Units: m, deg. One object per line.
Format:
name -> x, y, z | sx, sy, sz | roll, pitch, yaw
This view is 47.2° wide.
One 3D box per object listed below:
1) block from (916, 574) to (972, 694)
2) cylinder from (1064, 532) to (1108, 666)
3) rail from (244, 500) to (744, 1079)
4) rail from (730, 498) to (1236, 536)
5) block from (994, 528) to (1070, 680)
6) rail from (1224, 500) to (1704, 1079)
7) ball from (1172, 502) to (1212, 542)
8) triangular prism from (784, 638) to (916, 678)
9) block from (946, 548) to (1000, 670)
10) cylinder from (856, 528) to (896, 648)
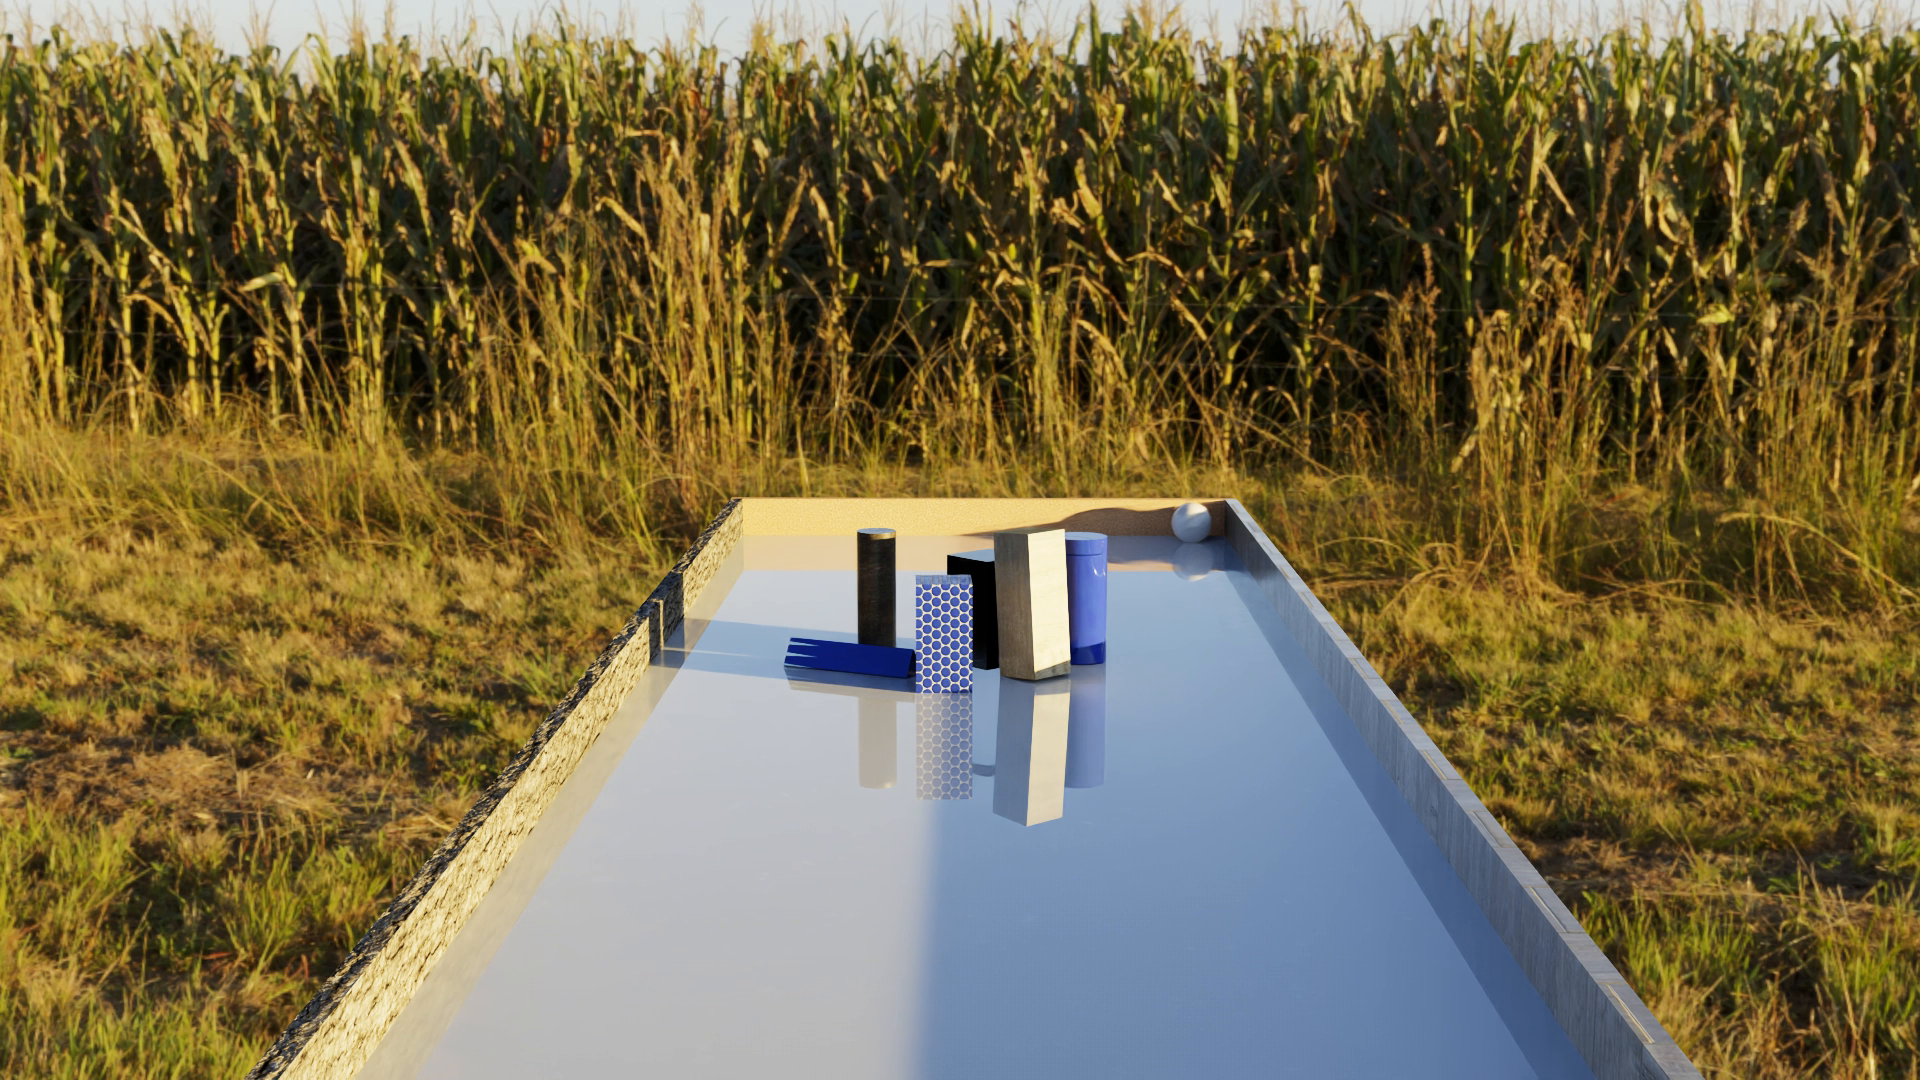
block -> -0.047, 0.268, 6.317 | 0.160, 0.313, 0.160 | 0, 9, -2
cylinder -> 0.365, 0.176, 6.676 | 0.163, 0.382, 0.163 | 0, 9, 0
rail -> -1.004, 0.839, 3.234 | 0.050, 0.150, 12.000 | 0, 9, 1
rail -> 0.099, -0.098, 9.147 | 2.100, 0.150, 0.050 | 0, 9, 1
block -> 0.212, 0.184, 6.457 | 0.147, 0.425, 0.147 | -8, 8, -42
rail -> 1.046, 0.843, 3.208 | 0.050, 0.150, 12.000 | 0, 9, 1
ball -> 0.941, -0.073, 8.947 | 0.164, 0.164, 0.164 | 0, 9, 0
triangular prism -> -0.324, 0.346, 6.559 | 0.414, 0.079, 0.091 | 4, 10, 25
block -> 0.085, 0.207, 6.654 | 0.176, 0.328, 0.176 | -8, 12, -42
cylinder -> -0.254, 0.167, 6.695 | 0.119, 0.395, 0.119 | 0, 9, 0
